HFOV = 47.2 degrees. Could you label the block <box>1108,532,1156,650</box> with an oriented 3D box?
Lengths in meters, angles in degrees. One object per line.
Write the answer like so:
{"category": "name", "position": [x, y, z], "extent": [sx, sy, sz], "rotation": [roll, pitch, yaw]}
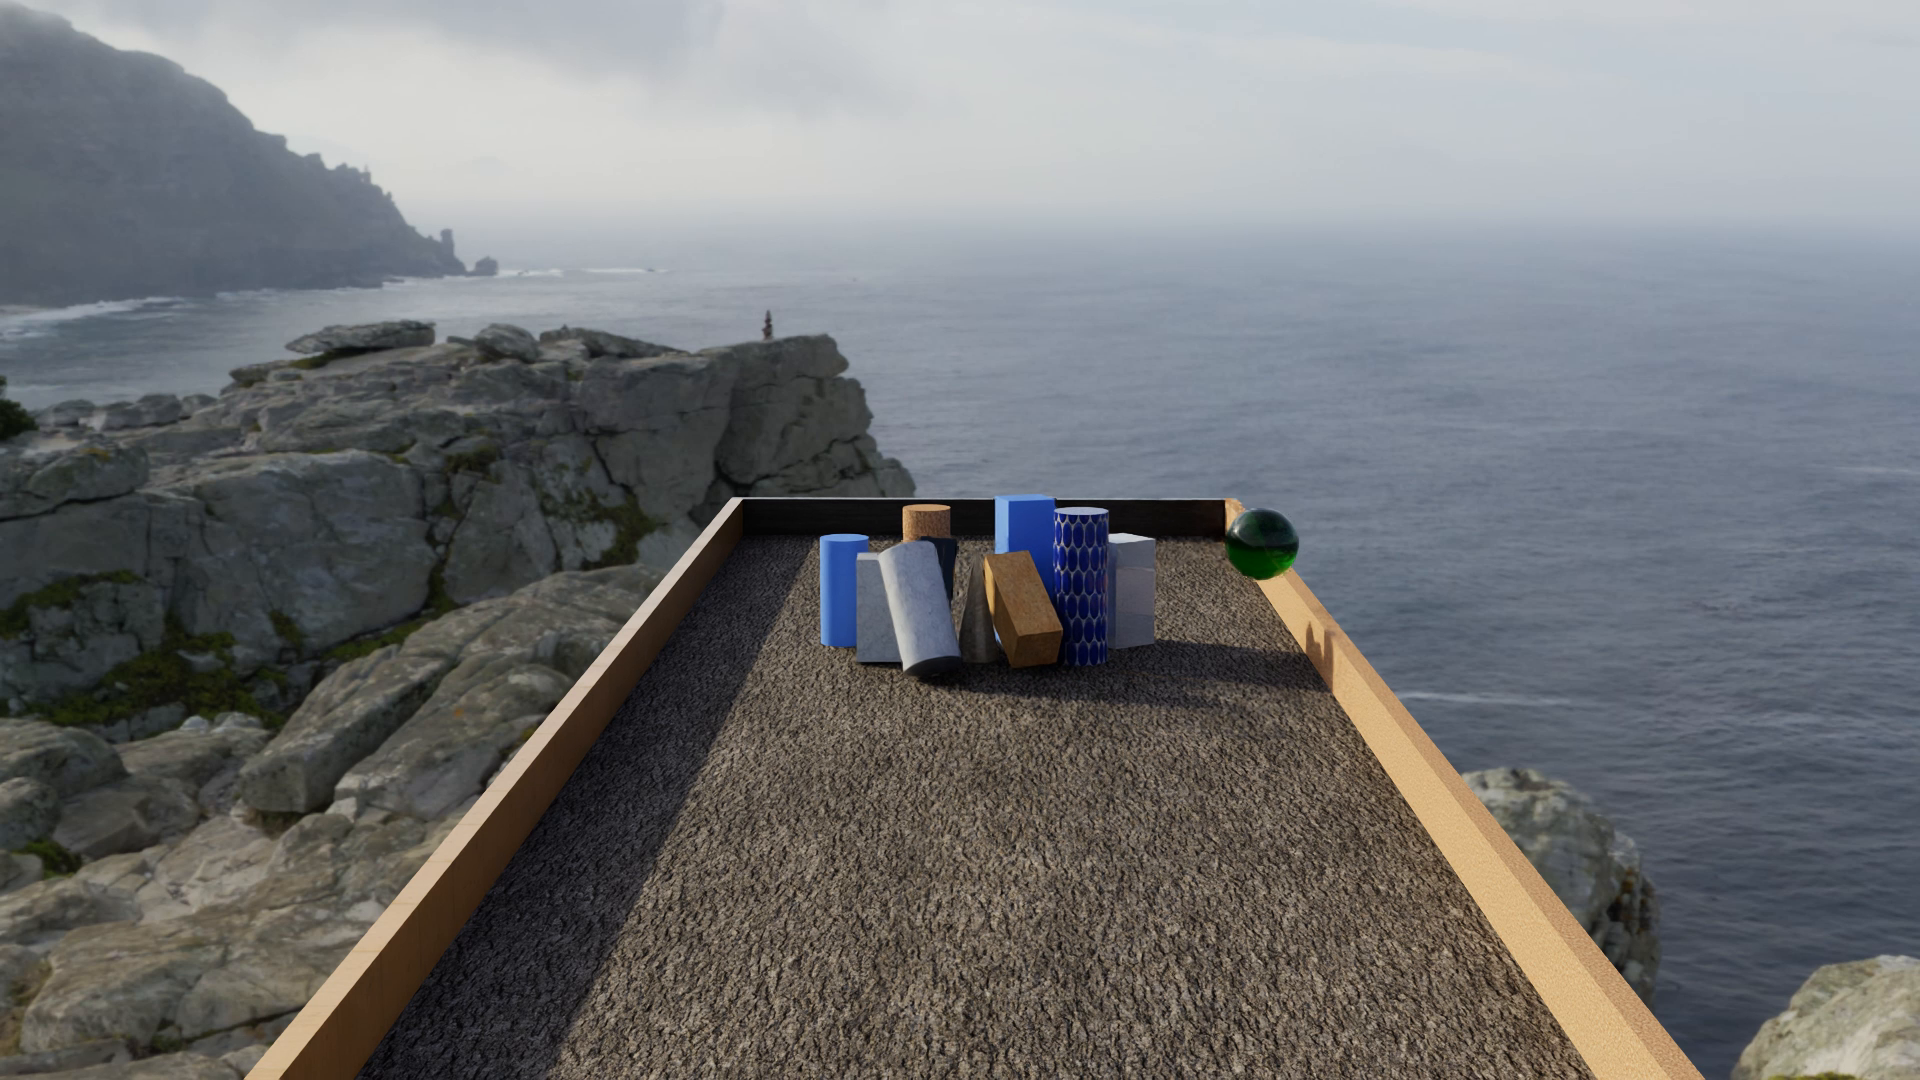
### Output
{"category": "block", "position": [0.504, 0.159, 6.938], "extent": [0.156, 0.334, 0.156], "rotation": [-6, 11, -34]}

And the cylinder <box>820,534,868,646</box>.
{"category": "cylinder", "position": [-0.364, 0.158, 6.944], "extent": [0.154, 0.335, 0.154], "rotation": [0, 9, 0]}

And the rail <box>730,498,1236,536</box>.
{"category": "rail", "position": [0.099, -0.098, 9.147], "extent": [2.100, 0.150, 0.050], "rotation": [0, 9, 1]}

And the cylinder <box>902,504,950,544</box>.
{"category": "cylinder", "position": [-0.104, 0.113, 6.909], "extent": [0.149, 0.434, 0.149], "rotation": [0, 9, 0]}

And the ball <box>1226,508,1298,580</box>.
{"category": "ball", "position": [0.929, 0.011, 6.766], "extent": [0.225, 0.225, 0.225], "rotation": [0, 9, 0]}

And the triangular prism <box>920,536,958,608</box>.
{"category": "triangular prism", "position": [-0.083, 0.189, 6.632], "extent": [0.112, 0.385, 0.097], "rotation": [6, -25, -1]}

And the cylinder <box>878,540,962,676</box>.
{"category": "cylinder", "position": [-0.117, 0.202, 6.459], "extent": [0.172, 0.362, 0.172], "rotation": [-12, -19, -4]}

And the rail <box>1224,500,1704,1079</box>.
{"category": "rail", "position": [1.046, 0.843, 3.208], "extent": [0.050, 0.150, 12.000], "rotation": [0, 9, 1]}

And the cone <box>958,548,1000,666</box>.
{"category": "cone", "position": [0.051, 0.191, 6.663], "extent": [0.140, 0.355, 0.140], "rotation": [-1, 9, 0]}

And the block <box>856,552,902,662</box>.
{"category": "block", "position": [-0.228, 0.204, 6.701], "extent": [0.170, 0.312, 0.170], "rotation": [0, 7, -1]}

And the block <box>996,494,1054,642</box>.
{"category": "block", "position": [0.205, 0.095, 6.929], "extent": [0.150, 0.460, 0.150], "rotation": [-2, 8, -15]}

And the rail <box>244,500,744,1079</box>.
{"category": "rail", "position": [-1.004, 0.839, 3.234], "extent": [0.050, 0.150, 12.000], "rotation": [0, 9, 1]}

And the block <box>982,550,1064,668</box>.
{"category": "block", "position": [0.183, 0.208, 6.668], "extent": [0.142, 0.142, 0.345], "rotation": [-7, 45, -16]}

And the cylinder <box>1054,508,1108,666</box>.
{"category": "cylinder", "position": [0.366, 0.139, 6.665], "extent": [0.167, 0.459, 0.167], "rotation": [0, 9, 0]}
